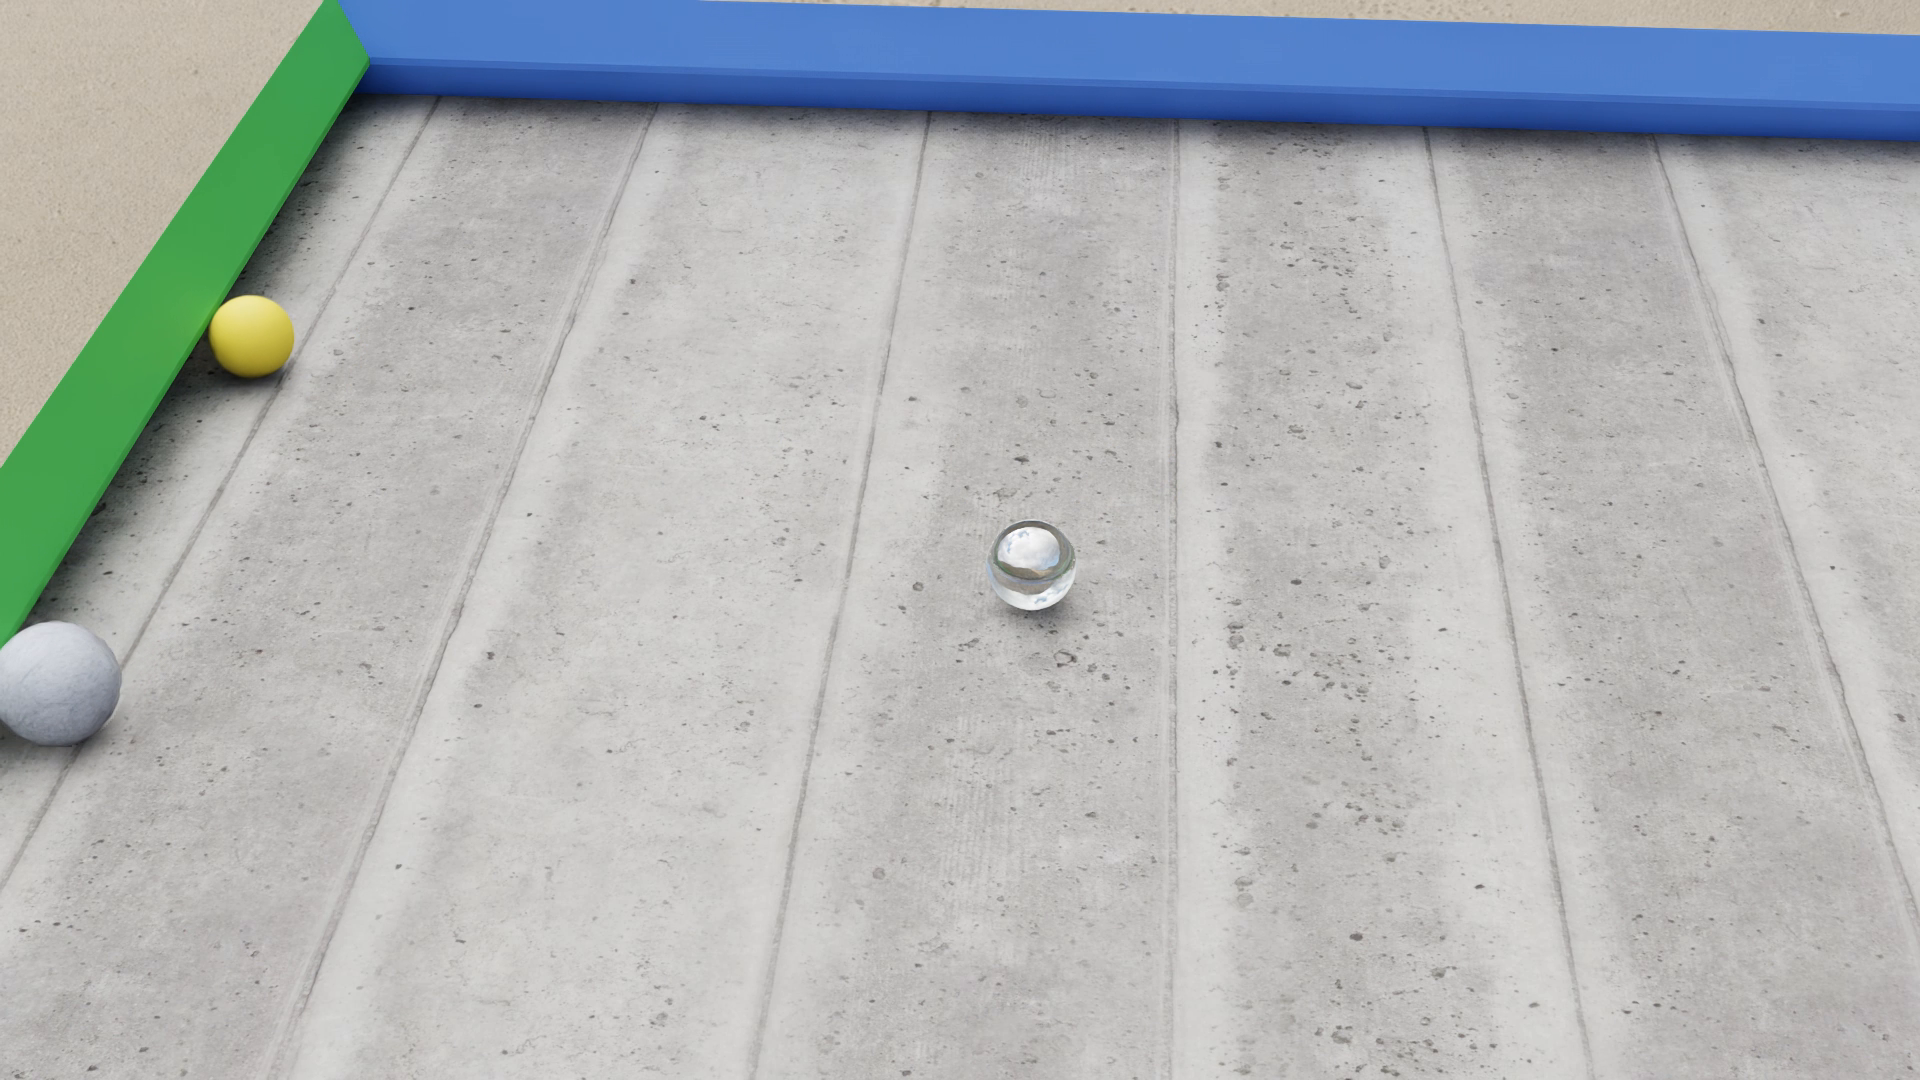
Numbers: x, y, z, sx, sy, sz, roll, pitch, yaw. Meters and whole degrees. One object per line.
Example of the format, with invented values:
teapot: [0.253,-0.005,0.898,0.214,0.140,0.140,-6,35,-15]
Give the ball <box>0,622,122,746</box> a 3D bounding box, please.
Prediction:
ball: [-0.620,0.098,1.759,0.085,0.085,0.085,0,35,0]

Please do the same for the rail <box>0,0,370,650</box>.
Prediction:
rail: [-0.667,-0.045,1.941,0.045,0.110,1.619,2,35,3]

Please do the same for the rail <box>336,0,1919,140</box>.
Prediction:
rail: [0.747,-0.437,2.505,2.769,0.110,0.045,2,35,3]

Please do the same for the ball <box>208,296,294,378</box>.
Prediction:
ball: [-0.596,-0.171,2.158,0.070,0.070,0.070,0,35,0]

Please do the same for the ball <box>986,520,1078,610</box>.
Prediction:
ball: [0.053,0.018,1.889,0.067,0.067,0.067,0,35,0]
